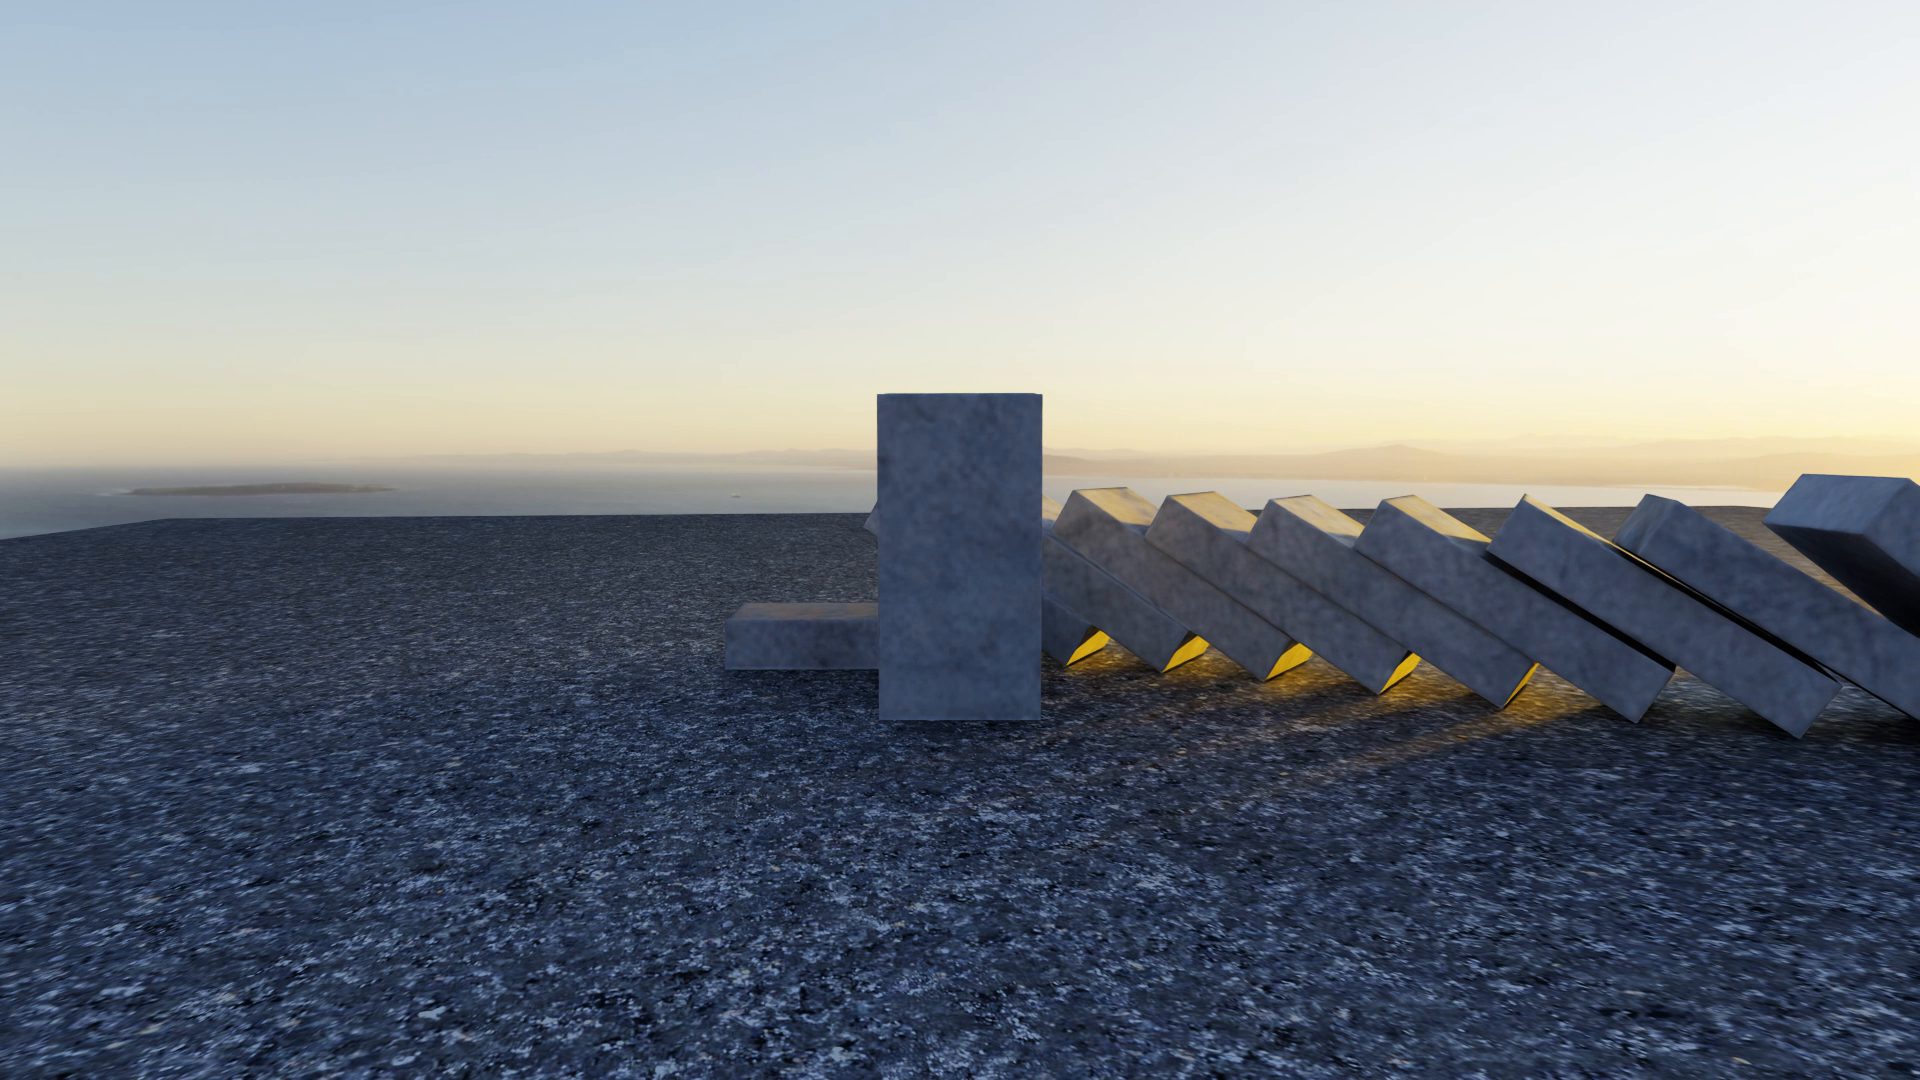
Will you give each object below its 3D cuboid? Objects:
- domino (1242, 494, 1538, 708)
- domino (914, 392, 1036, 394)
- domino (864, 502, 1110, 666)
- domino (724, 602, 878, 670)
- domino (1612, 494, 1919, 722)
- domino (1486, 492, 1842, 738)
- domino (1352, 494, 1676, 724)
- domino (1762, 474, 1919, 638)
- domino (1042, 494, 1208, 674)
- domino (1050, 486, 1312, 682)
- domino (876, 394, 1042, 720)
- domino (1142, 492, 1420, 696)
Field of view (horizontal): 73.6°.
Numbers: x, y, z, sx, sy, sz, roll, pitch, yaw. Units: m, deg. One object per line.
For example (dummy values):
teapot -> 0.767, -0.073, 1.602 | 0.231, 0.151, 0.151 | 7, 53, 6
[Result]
domino -> 0.077, 0.009, 0.226 | 0.050, 0.010, 0.025 | 35, 21, 25
domino -> 0.000, 0.001, 0.214 | 0.025, 0.050, 0.009 | 0, 17, 2
domino -> 0.007, 0.006, 0.261 | 0.050, 0.009, 0.025 | 34, 16, 18
domino -> -0.020, 0.019, 0.255 | 0.050, 0.009, 0.025 | 0, 4, -1
domino -> 0.126, 0.011, 0.194 | 0.050, 0.009, 0.025 | 34, 14, 13
domino -> 0.109, 0.010, 0.203 | 0.050, 0.010, 0.025 | 35, 17, 19
domino -> 0.093, 0.010, 0.214 | 0.050, 0.009, 0.025 | 36, 21, 24
domino -> 0.145, 0.010, 0.184 | 0.050, 0.010, 0.025 | 38, 6, 1
domino -> 0.026, 0.007, 0.255 | 0.050, 0.009, 0.025 | 35, 18, 21
domino -> 0.044, 0.007, 0.248 | 0.050, 0.010, 0.025 | 36, 21, 25
domino -> 0.000, 0.002, 0.200 | 0.025, 0.050, 0.009 | 0, 6, 0
domino -> 0.061, 0.008, 0.237 | 0.050, 0.009, 0.025 | 36, 21, 24
